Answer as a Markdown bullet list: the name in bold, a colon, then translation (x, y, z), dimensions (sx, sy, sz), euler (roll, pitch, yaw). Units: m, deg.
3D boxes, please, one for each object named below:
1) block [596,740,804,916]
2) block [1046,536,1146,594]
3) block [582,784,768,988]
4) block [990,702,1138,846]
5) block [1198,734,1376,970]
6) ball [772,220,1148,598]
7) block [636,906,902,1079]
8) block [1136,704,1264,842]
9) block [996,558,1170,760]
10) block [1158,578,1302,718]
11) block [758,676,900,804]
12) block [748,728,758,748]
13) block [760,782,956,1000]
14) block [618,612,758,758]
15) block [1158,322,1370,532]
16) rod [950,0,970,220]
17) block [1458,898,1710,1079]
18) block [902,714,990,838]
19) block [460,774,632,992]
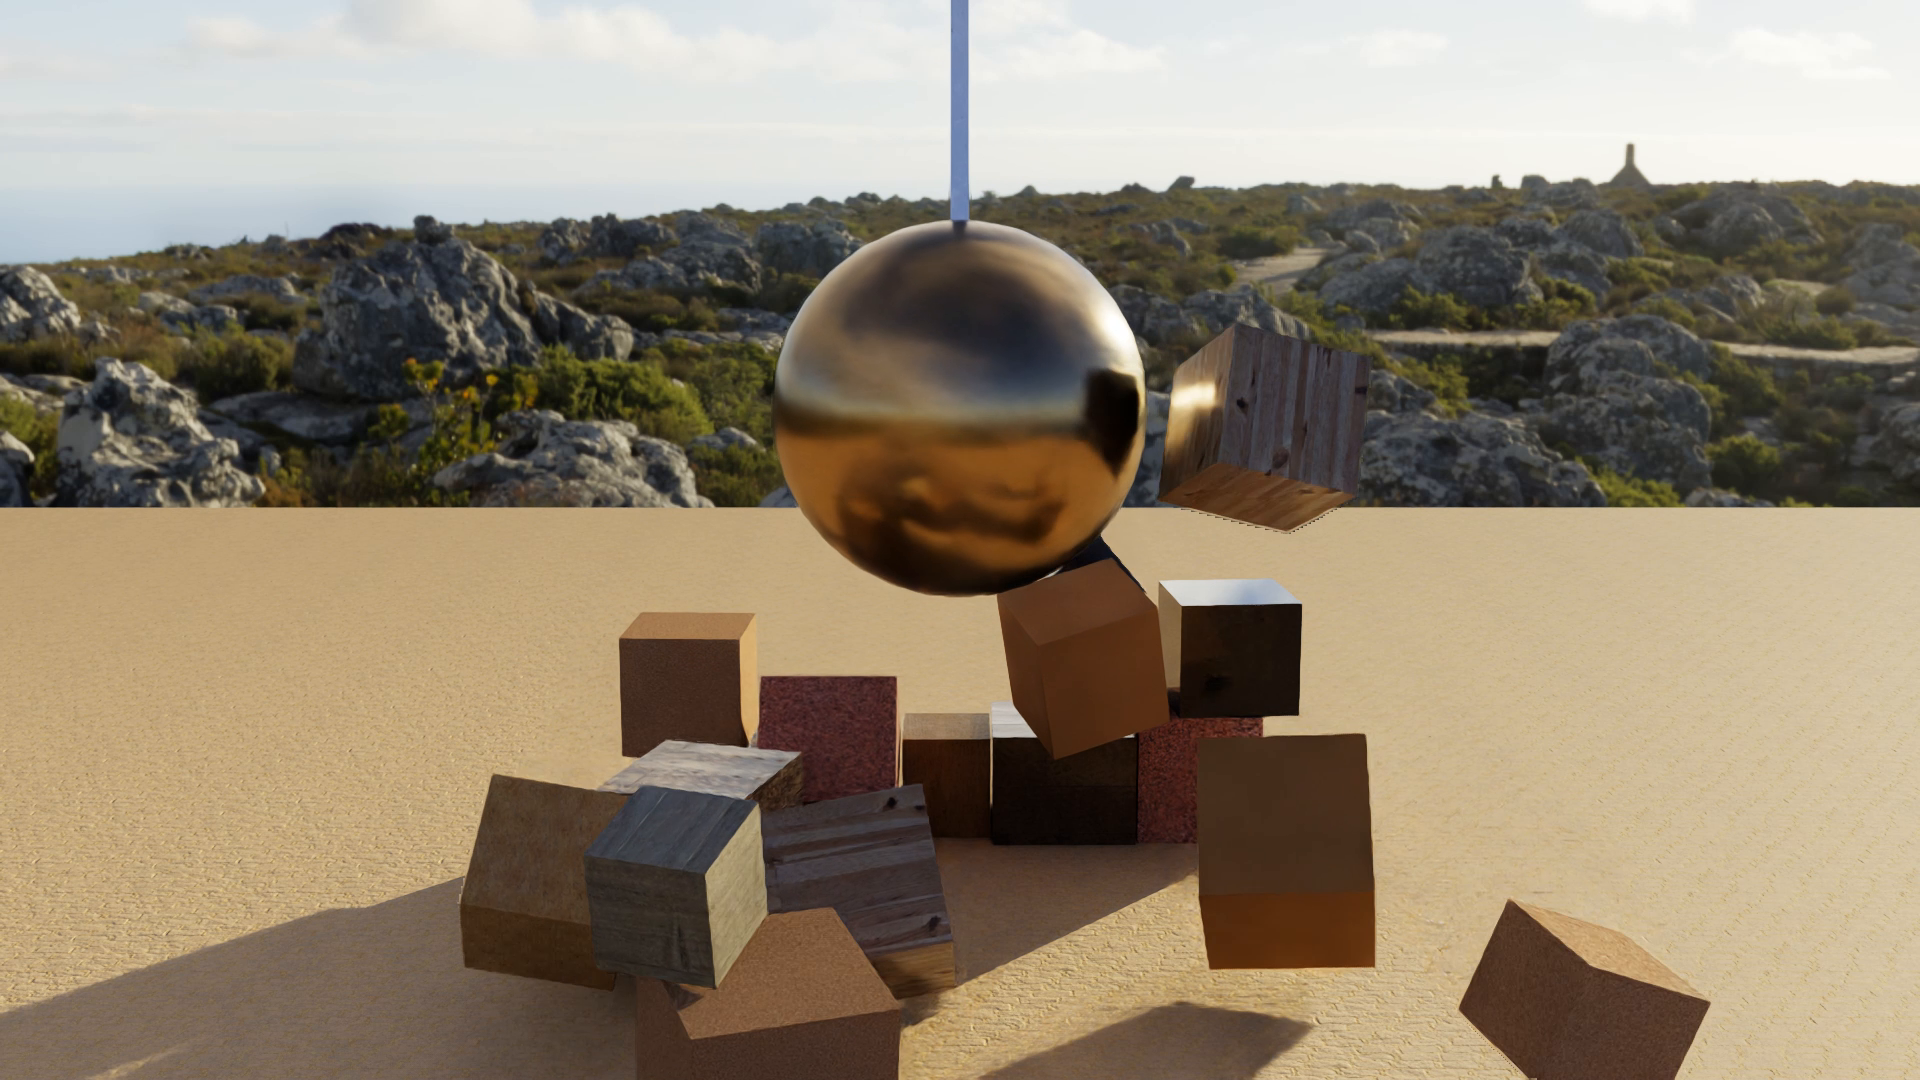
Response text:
- **block**: translation (-1.128, 1.386, 9.681), dimensions (0.665, 0.776, 0.711), euler (3, 14, 18)
- **block**: translation (0.692, 0.233, 11.448), dimensions (0.331, 0.382, 0.308), euler (-40, 5, -7)
- **block**: translation (-0.963, 1.177, 7.514), dimensions (0.441, 0.458, 0.460), euler (6, 26, 17)
- **block**: translation (0.525, 1.199, 11.399), dimensions (0.721, 0.562, 0.715), euler (0, 10, 0)
- **block**: translation (1.359, 1.304, 9.152), dimensions (0.689, 0.700, 0.717), euler (-3, 54, 9)
- **ball**: translation (0.000, -0.554, 9.355), dimensions (1.600, 1.600, 1.600), euler (0, 10, 0)
- **block**: translation (-0.680, 1.784, 7.614), dimensions (0.717, 0.668, 0.756), euler (-4, 19, -21)
- **block**: translation (1.207, 1.158, 11.382), dimensions (0.622, 0.649, 0.626), euler (0, 10, 0)
- **block**: translation (0.614, 0.586, 10.948), dimensions (0.627, 0.674, 0.558), euler (-17, 31, -14)
- **block**: translation (1.374, 0.549, 11.301), dimensions (0.610, 0.578, 0.635), euler (-1, 10, -5)
- **block**: translation (-0.643, 1.105, 10.929), dimensions (0.668, 0.648, 0.664), euler (0, -26, 0)
- **block**: translation (-1.250, 1.249, 11.422), dimensions (0.536, 0.456, 0.534), euler (0, 10, 0)
- **block**: translation (-0.412, 1.445, 8.748), dimensions (0.669, 0.648, 0.685), euler (-10, -26, -4)
- **block**: translation (-1.381, 0.735, 11.271), dimensions (0.603, 0.609, 0.620), euler (0, 10, 2)
- **block**: translation (1.235, -0.448, 8.979), dimensions (0.593, 0.584, 0.632), euler (13, -16, -14)
- **rod**: translation (0.000, -3.934, 9.717), dimensions (0.080, 5.200, 0.080), euler (0, -6, 0)
- **block**: translation (2.288, 1.716, 8.097), dimensions (0.547, 0.474, 0.574), euler (19, 9, -21)
- **block**: translation (-0.069, 1.217, 11.416), dimensions (0.447, 0.520, 0.512), euler (0, 10, 0)
- **block**: translation (-1.628, 1.380, 8.821), dimensions (0.608, 0.554, 0.690), euler (10, -32, -5)
